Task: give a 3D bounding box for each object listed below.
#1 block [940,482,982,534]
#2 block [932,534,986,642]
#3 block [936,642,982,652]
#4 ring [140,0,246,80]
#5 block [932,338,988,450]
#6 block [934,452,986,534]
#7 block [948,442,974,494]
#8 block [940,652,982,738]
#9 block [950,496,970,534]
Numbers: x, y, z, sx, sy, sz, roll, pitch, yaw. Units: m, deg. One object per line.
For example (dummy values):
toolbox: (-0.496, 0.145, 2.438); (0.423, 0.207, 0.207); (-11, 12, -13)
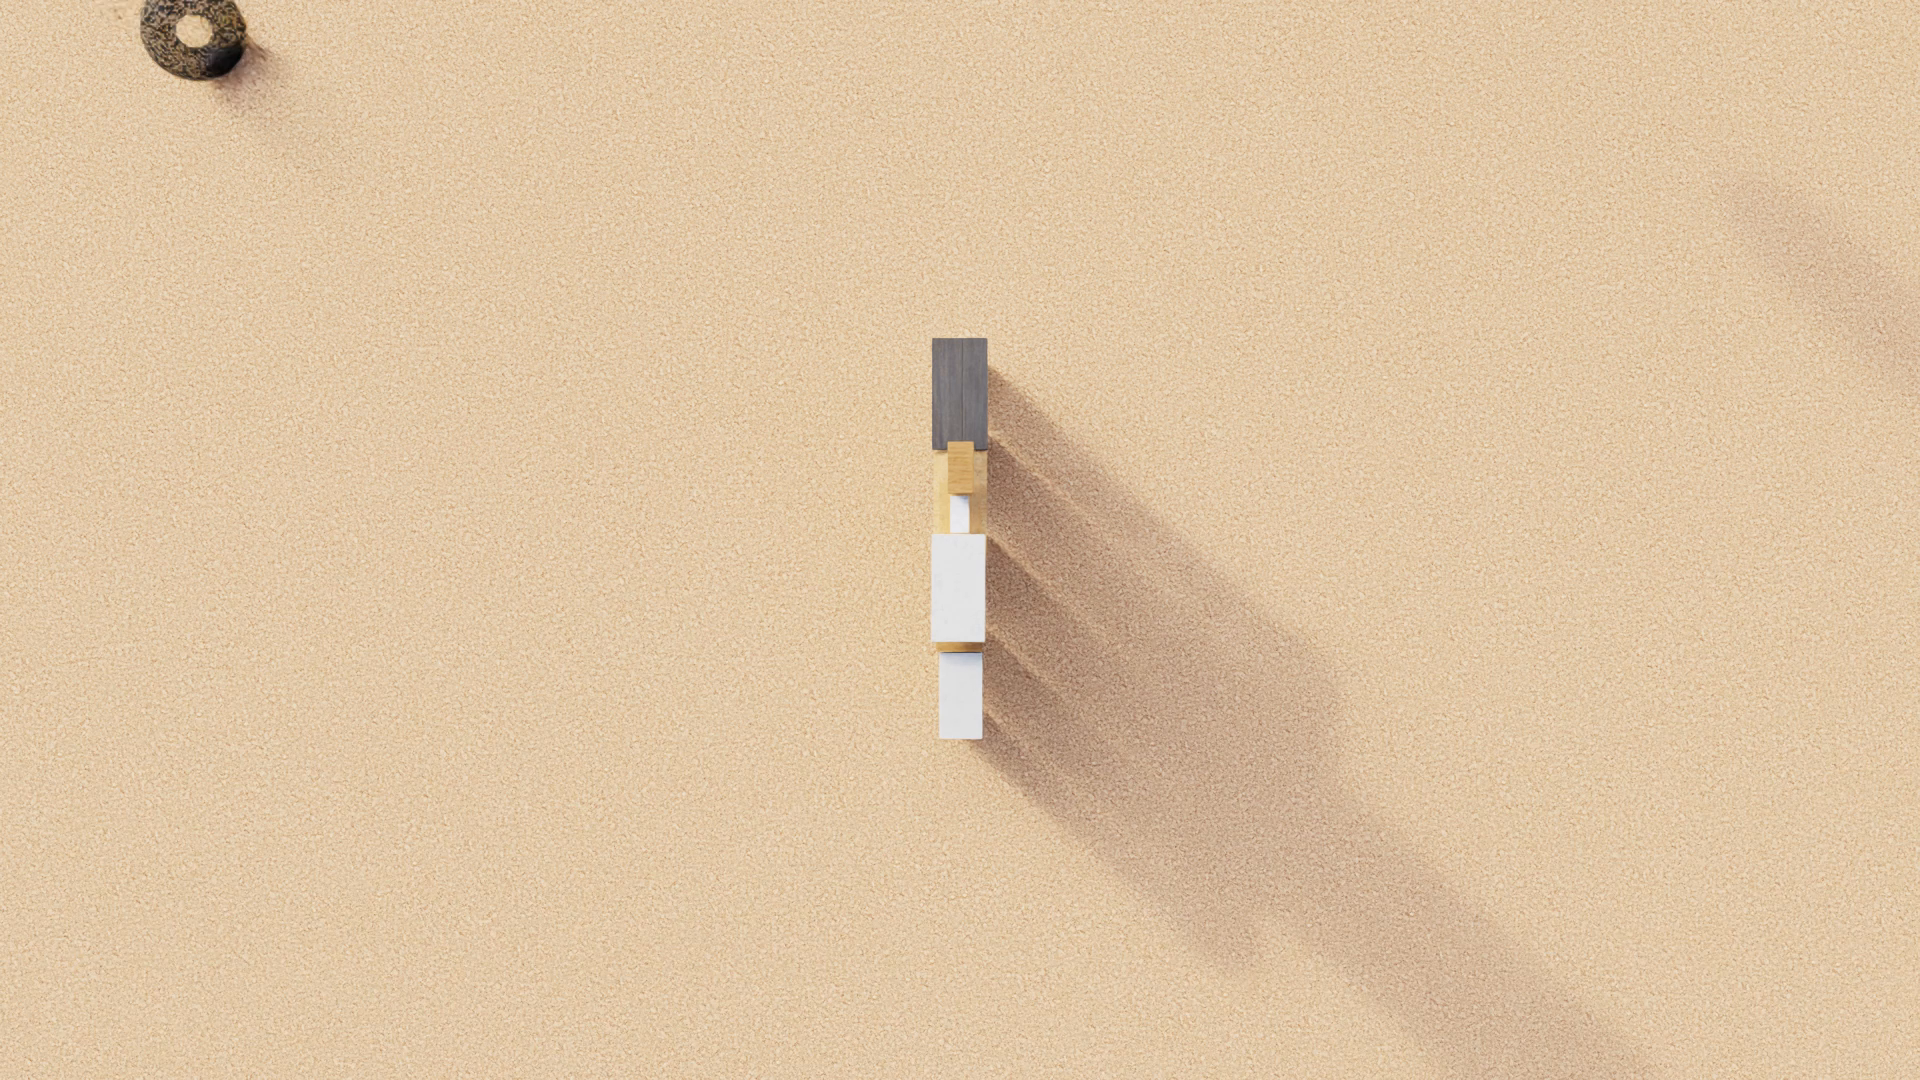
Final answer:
block: (0.001, -0.046, 4.857); (0.123, 0.035, 0.247); (0, 90, 0)
block: (-0.005, 0.131, 4.525); (0.147, 0.042, 0.293); (0, 90, 0)
block: (-0.002, 0.206, 5.192); (0.144, 0.041, 0.288); (0, 90, 0)
ring: (-2.503, -1.662, 5.388); (0.321, 0.107, 0.321); (-15, 125, -23)
block: (0.000, -0.453, 5.130); (0.173, 0.049, 0.346); (0, 90, 0)
block: (0.001, -0.109, 5.144); (0.166, 0.047, 0.332); (0, 90, 0)
block: (0.002, -0.206, 4.682); (0.073, 0.021, 0.147); (0, 90, 0)
block: (0.003, 0.490, 5.210); (0.135, 0.038, 0.271); (0, 90, 0)
block: (0.000, -0.073, 4.726); (0.053, 0.015, 0.106); (0, 90, 0)
